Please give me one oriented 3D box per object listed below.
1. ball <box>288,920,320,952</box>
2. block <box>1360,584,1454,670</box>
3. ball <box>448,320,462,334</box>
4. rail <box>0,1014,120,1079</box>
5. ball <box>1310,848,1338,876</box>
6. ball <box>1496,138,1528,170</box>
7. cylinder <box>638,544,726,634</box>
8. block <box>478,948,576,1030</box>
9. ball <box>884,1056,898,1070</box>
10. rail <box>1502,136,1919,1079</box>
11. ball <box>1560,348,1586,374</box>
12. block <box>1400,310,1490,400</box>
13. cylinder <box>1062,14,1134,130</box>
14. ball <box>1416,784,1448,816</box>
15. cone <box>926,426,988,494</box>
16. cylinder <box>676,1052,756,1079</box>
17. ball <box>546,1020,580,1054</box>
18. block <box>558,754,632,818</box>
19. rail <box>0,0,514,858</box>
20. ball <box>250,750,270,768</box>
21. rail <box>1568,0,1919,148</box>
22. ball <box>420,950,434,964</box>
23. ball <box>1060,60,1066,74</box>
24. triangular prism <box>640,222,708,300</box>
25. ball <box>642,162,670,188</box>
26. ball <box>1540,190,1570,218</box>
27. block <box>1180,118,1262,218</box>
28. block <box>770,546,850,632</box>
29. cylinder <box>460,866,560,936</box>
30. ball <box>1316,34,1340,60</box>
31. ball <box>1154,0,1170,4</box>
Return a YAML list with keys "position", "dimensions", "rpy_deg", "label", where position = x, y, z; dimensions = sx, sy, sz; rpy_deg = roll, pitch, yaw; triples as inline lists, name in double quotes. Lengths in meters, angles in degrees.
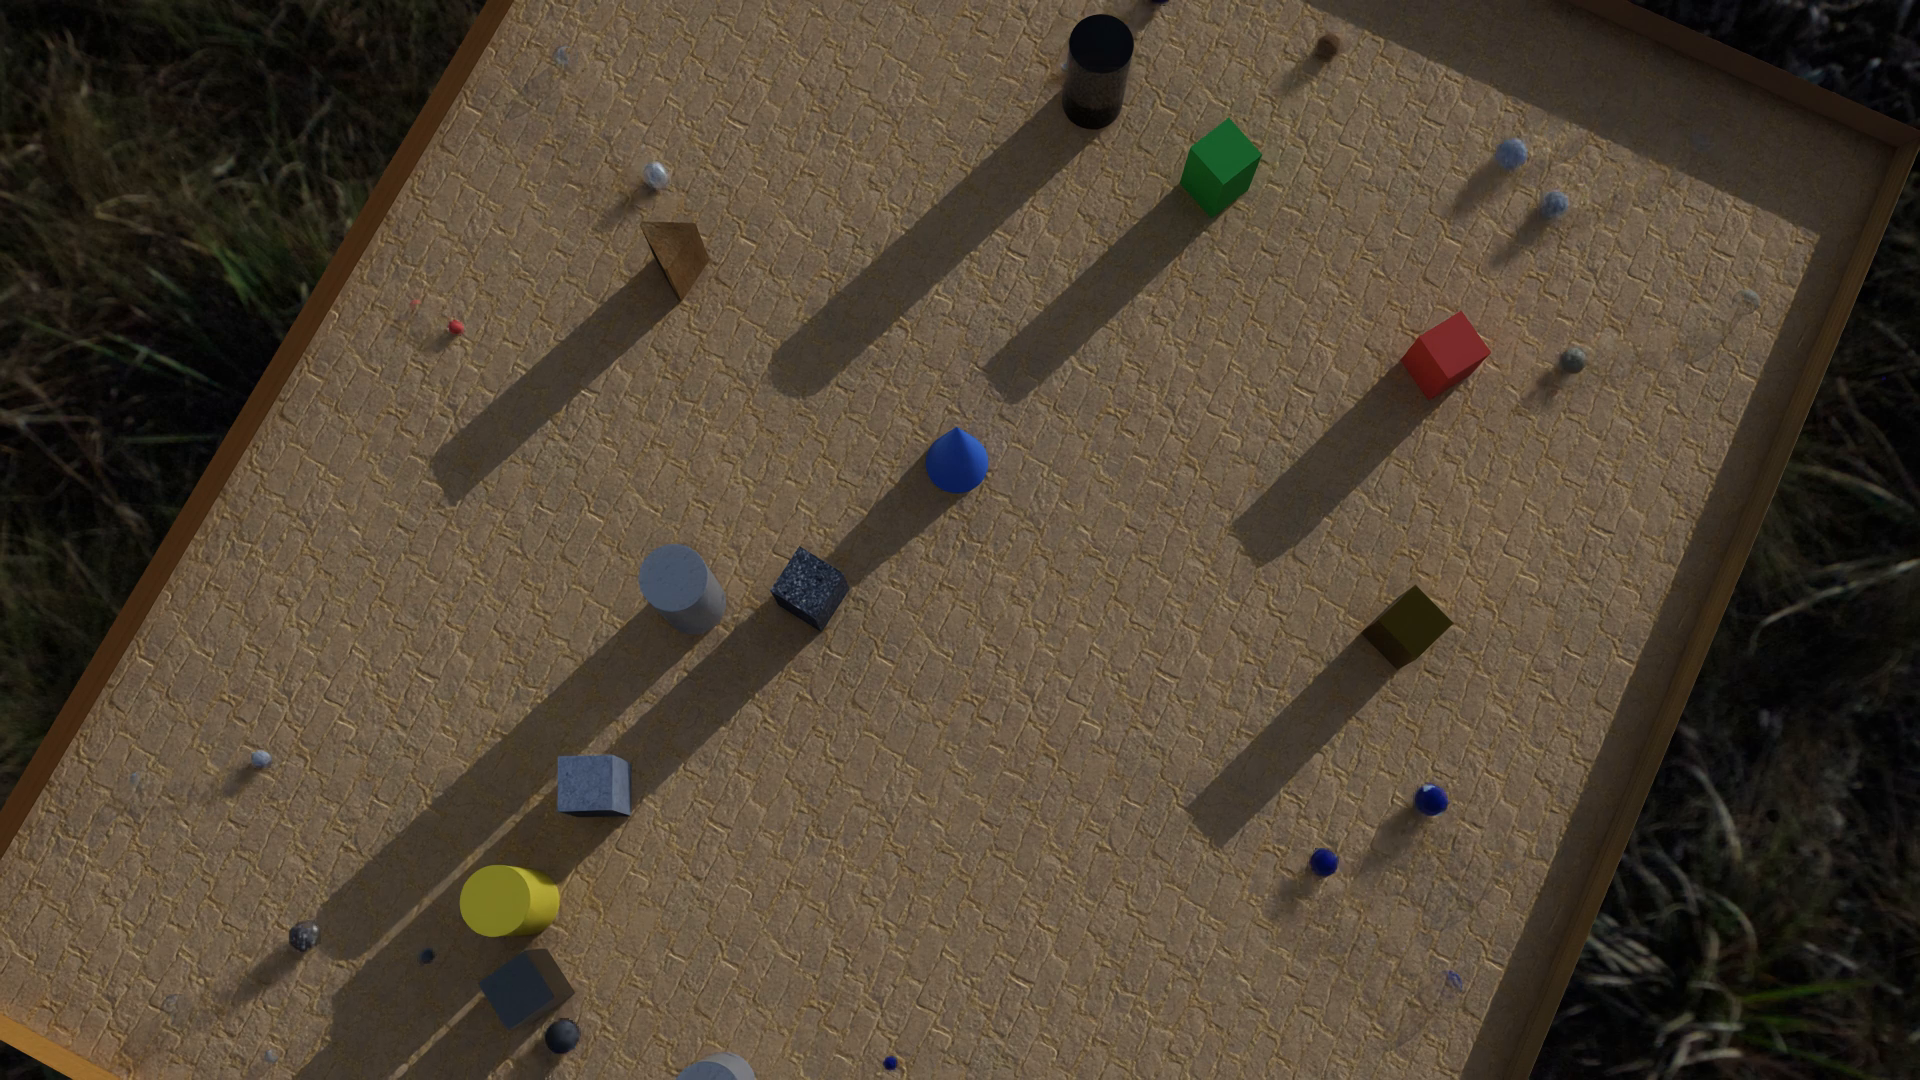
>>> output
- position: [-1.909, 1.152, 5.334]
  dimensions: [0.086, 0.086, 0.086]
  rpy_deg: [0, 78, 0]
  label: "ball"
- position: [1.325, 0.262, 5.441]
  dimensions: [0.155, 0.237, 0.155]
  rpy_deg: [-42, 81, -8]
  label: "block"
- position: [-1.579, -0.666, 5.732]
  dimensions: [0.043, 0.043, 0.043]
  rpy_deg: [0, 78, 0]
  label: "ball"
- position: [-1.115, 2.191, 5.098]
  dimensions: [4.265, 0.126, 0.045]
  rpy_deg: [26, 80, 5]
  label: "rail"
- position: [1.068, 0.947, 5.379]
  dimensions: [0.082, 0.082, 0.082]
  rpy_deg: [0, 78, 0]
  label: "ball"
- position: [1.752, -1.226, 5.821]
  dimensions: [0.097, 0.097, 0.097]
  rpy_deg: [0, 78, 0]
  label: "ball"
- position: [-0.808, 0.149, 5.369]
  dimensions: [0.194, 0.425, 0.194]
  rpy_deg: [0, 78, 0]
  label: "cylinder"
- position: [-1.229, 1.275, 5.211]
  dimensions: [0.155, 0.277, 0.155]
  rpy_deg: [-35, 80, -7]
  label: "block"
- position: [-0.200, 1.509, 5.283]
  dimensions: [0.041, 0.041, 0.041]
  rpy_deg: [0, 78, 0]
  label: "ball"
- position: [1.886, 0.930, 5.359]
  dimensions: [0.045, 0.126, 5.035]
  rpy_deg: [26, 80, 5]
  label: "rail"
- position: [1.903, -0.556, 5.690]
  dimensions: [0.081, 0.081, 0.081]
  rpy_deg: [0, 78, 0]
  label: "ball"
- position: [1.485, -0.562, 5.612]
  dimensions: [0.155, 0.237, 0.155]
  rpy_deg: [-31, 80, -6]
  label: "block"
- position: [0.427, -1.455, 5.715]
  dimensions: [0.194, 0.396, 0.194]
  rpy_deg: [0, 78, 0]
  label: "cylinder"
- position: [1.393, 0.769, 5.409]
  dimensions: [0.095, 0.095, 0.095]
  rpy_deg: [0, 78, 0]
  label: "ball"
- position: [-0.009, -0.282, 5.458]
  dimensions: [0.194, 0.424, 0.194]
  rpy_deg: [0, 78, 0]
  label: "cone"
- position: [-0.685, 1.541, 5.114]
  dimensions: [0.194, 0.360, 0.194]
  rpy_deg: [0, 78, 0]
  label: "cylinder"
- position: [-1.144, 1.430, 5.271]
  dimensions: [0.096, 0.096, 0.096]
  rpy_deg: [0, 78, 0]
  label: "ball"
- position: [-1.058, 0.716, 5.317]
  dimensions: [0.155, 0.296, 0.155]
  rpy_deg: [-2, 78, 0]
  label: "block"
- position: [-1.886, -0.917, 5.741]
  dimensions: [0.045, 0.126, 5.035]
  rpy_deg: [26, 80, 5]
  label: "rail"
- position: [-2.081, 0.652, 5.452]
  dimensions: [0.057, 0.057, 0.057]
  rpy_deg: [0, 78, 0]
  label: "ball"
- position: [1.115, -2.177, 6.002]
  dimensions: [4.265, 0.126, 0.045]
  rpy_deg: [26, 80, 5]
  label: "rail"
- position: [-1.554, 1.216, 5.344]
  dimensions: [0.041, 0.041, 0.041]
  rpy_deg: [0, 78, 0]
  label: "ball"
- position: [0.344, -1.525, 5.909]
  dimensions: [0.046, 0.046, 0.046]
  rpy_deg: [0, 78, 0]
  label: "ball"
- position: [-0.900, -0.888, 5.651]
  dimensions: [0.146, 0.292, 0.168]
  rpy_deg: [31, 80, 6]
  label: "triangular prism"
- position: [-0.964, -1.157, 5.814]
  dimensions: [0.083, 0.083, 0.083]
  rpy_deg: [0, 78, 0]
  label: "ball"
- position: [1.879, -1.061, 5.791]
  dimensions: [0.089, 0.089, 0.089]
  rpy_deg: [0, 78, 0]
  label: "ball"
- position: [0.811, -1.157, 5.716]
  dimensions: [0.155, 0.275, 0.155]
  rpy_deg: [-39, 81, -7]
  label: "block"
- position: [-0.444, 0.149, 5.454]
  dimensions: [0.155, 0.258, 0.155]
  rpy_deg: [32, 80, 6]
  label: "block"
- position: [-1.276, 1.028, 5.212]
  dimensions: [0.194, 0.376, 0.194]
  rpy_deg: [0, 78, 0]
  label: "cylinder"
- position: [1.188, -1.590, 5.906]
  dimensions: [0.078, 0.078, 0.078]
  rpy_deg: [0, 78, 0]
  label: "ball"
- position: [0.655, -1.784, 5.941]
  dimensions: [0.087, 0.087, 0.087]
  rpy_deg: [0, 78, 0]
  label: "ball"
